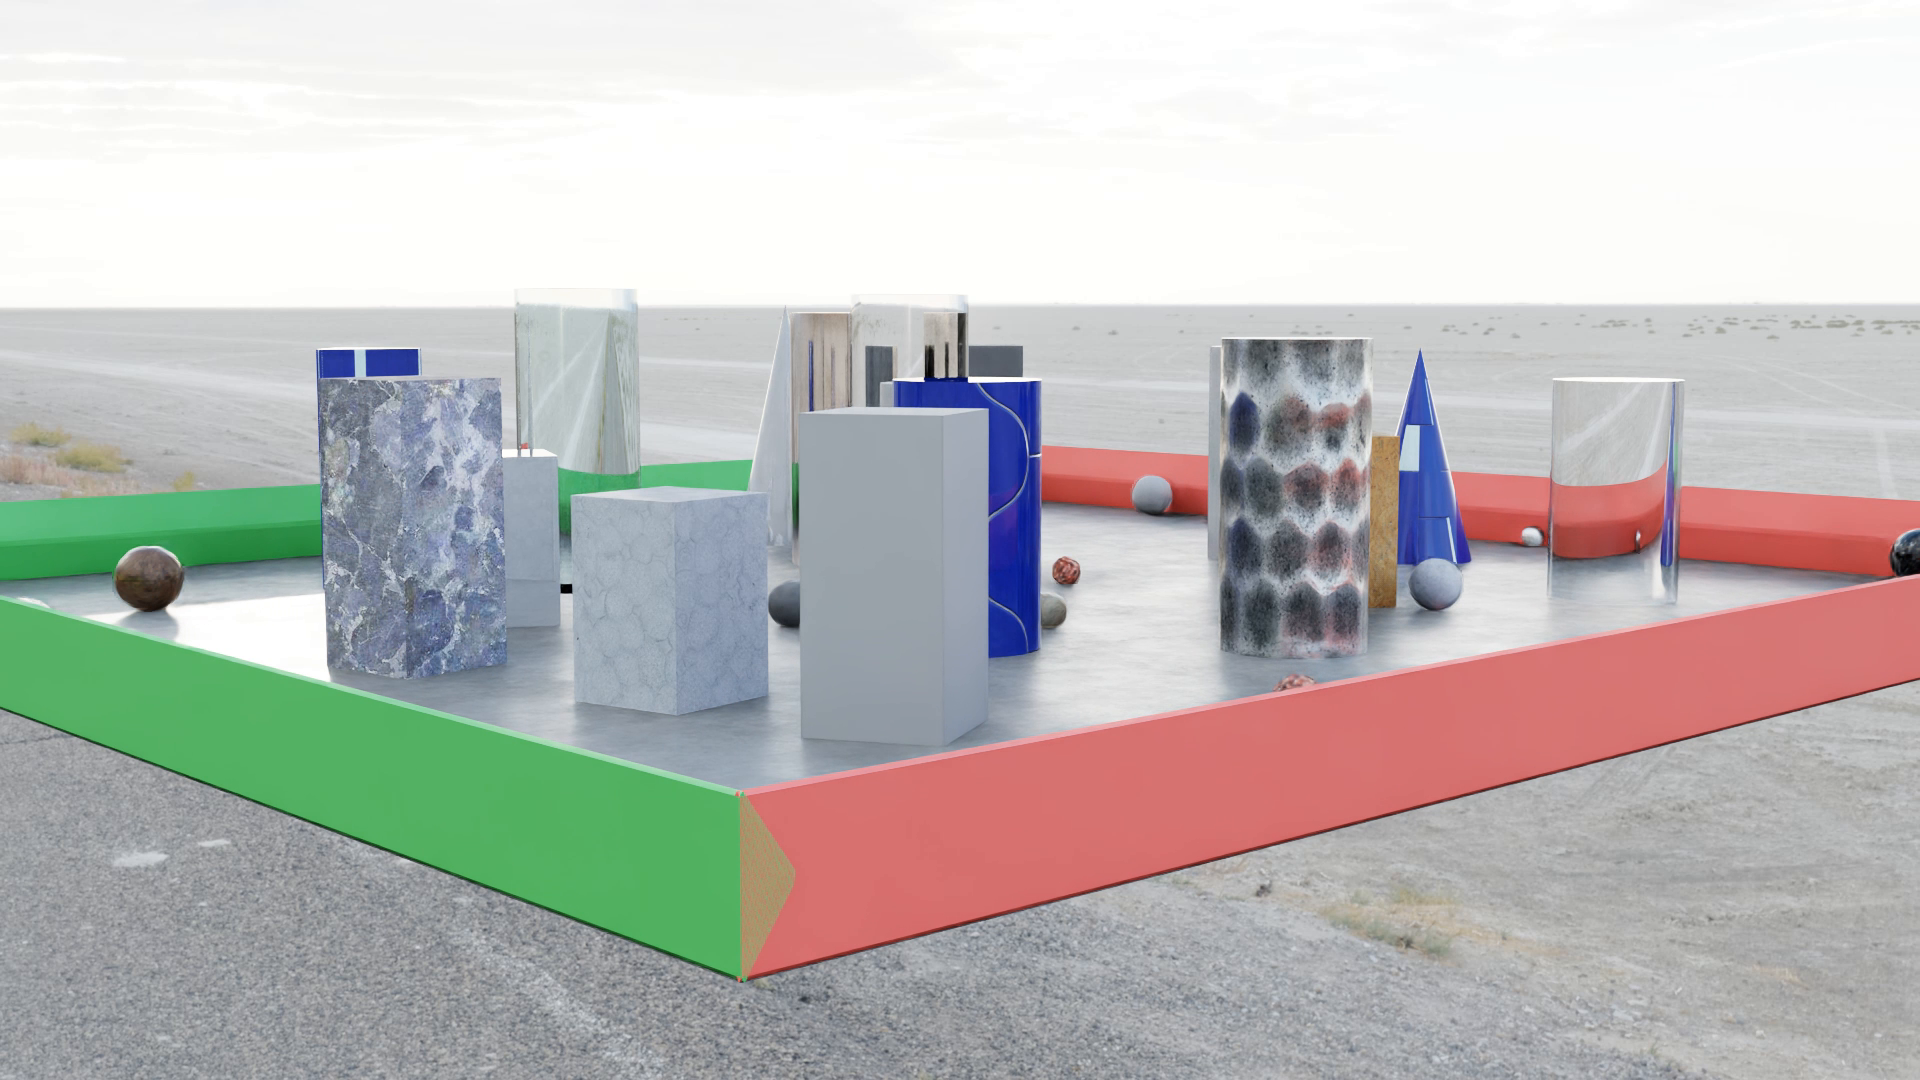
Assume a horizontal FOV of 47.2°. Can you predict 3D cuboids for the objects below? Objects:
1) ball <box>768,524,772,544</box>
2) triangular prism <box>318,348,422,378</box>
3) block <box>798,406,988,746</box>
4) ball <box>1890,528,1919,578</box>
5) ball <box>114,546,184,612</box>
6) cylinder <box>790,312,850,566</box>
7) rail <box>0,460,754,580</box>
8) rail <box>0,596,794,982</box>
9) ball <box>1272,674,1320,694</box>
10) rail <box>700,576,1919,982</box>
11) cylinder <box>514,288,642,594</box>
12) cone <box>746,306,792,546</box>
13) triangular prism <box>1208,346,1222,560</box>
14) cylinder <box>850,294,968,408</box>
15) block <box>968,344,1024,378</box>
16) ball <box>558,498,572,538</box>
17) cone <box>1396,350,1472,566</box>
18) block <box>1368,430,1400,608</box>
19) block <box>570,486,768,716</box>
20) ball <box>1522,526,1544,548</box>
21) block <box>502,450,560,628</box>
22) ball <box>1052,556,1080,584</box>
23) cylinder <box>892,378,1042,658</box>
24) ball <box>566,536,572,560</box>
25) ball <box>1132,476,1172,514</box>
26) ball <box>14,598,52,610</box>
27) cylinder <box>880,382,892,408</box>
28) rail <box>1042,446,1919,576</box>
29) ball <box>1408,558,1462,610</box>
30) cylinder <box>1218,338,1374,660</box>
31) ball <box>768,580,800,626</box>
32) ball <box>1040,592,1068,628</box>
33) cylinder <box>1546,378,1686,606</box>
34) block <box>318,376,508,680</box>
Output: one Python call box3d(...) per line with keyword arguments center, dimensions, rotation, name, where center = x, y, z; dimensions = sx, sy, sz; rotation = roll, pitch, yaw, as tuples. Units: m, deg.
box3d(center=(-0.380, -0.010, 4.033), dimensions=(0.070, 0.070, 0.070), rotation=(0, 6, 0), name="ball")
box3d(center=(-0.988, -0.123, 3.606), dimensions=(0.170, 0.383, 0.147), rotation=(-4, 7, -35), name="triangular prism")
box3d(center=(-0.068, 0.033, 2.332), dimensions=(0.157, 0.339, 0.157), rotation=(2, 6, 18), name="block")
box3d(center=(1.554, 0.028, 3.560), dimensions=(0.093, 0.093, 0.093), rotation=(0, 6, 0), name="ball")
box3d(center=(-1.202, 0.057, 3.259), dimensions=(0.098, 0.098, 0.098), rotation=(0, 6, 0), name="ball")
box3d(center=(-0.200, -0.180, 3.876), dimensions=(0.196, 0.440, 0.196), rotation=(0, 6, 0), name="cylinder")
box3d(center=(-0.859, -0.064, 4.258), dimensions=(2.777, 0.127, 0.045), rotation=(-5, 8, -42), name="rail")
box3d(center=(-1.003, 0.129, 2.412), dimensions=(0.045, 0.127, 2.582), rotation=(-5, 8, -42), name="rail")
box3d(center=(0.362, 0.172, 2.355), dimensions=(0.057, 0.057, 0.057), rotation=(0, 6, 0), name="ball")
box3d(center=(0.859, 0.130, 2.406), dimensions=(2.777, 0.127, 0.045), rotation=(-5, 8, -42), name="rail")
box3d(center=(-0.613, -0.163, 3.533), dimensions=(0.196, 0.478, 0.196), rotation=(0, 6, 0), name="cylinder")
box3d(center=(-0.336, -0.228, 4.251), dimensions=(0.196, 0.457, 0.196), rotation=(0, 6, 0), name="cone")
box3d(center=(0.556, -0.154, 3.920), dimensions=(0.147, 0.380, 0.170), rotation=(-5, 8, -37), name="triangular prism")
box3d(center=(-0.083, -0.172, 3.659), dimensions=(0.196, 0.470, 0.196), rotation=(0, 6, 0), name="cylinder")
box3d(center=(0.039, -0.175, 4.122), dimensions=(0.157, 0.379, 0.157), rotation=(0, 6, 1), name="block")
box3d(center=(-0.792, -0.041, 4.232), dimensions=(0.091, 0.091, 0.091), rotation=(0, 6, 0), name="ball")
box3d(center=(0.818, -0.155, 3.927), dimensions=(0.196, 0.379, 0.196), rotation=(0, 6, 0), name="cone")
box3d(center=(0.573, -0.034, 3.366), dimensions=(0.157, 0.257, 0.157), rotation=(0, 6, -4), name="block")
box3d(center=(-0.331, 0.065, 2.521), dimensions=(0.157, 0.236, 0.157), rotation=(4, 7, 35), name="block")
box3d(center=(1.079, -0.007, 4.142), dimensions=(0.041, 0.041, 0.041), rotation=(0, 6, 0), name="ball")
box3d(center=(-0.665, -0.004, 3.156), dimensions=(0.157, 0.240, 0.157), rotation=(-2, 6, -18), name="block")
box3d(center=(0.173, 0.050, 3.572), dimensions=(0.047, 0.047, 0.047), rotation=(0, 6, 0), name="ball")
box3d(center=(0.009, -0.034, 2.899), dimensions=(0.196, 0.354, 0.196), rotation=(0, 6, 0), name="cylinder")
box3d(center=(-0.647, 0.014, 3.813), dimensions=(0.067, 0.067, 0.067), rotation=(0, 6, 0), name="ball")
box3d(center=(0.420, -0.098, 4.793), dimensions=(0.086, 0.086, 0.086), rotation=(0, 6, 0), name="ball")
box3d(center=(-1.134, 0.120, 2.657), dimensions=(0.098, 0.098, 0.098), rotation=(0, 6, 0), name="ball")
box3d(center=(-0.020, -0.063, 3.251), dimensions=(0.196, 0.338, 0.196), rotation=(0, 6, 0), name="cylinder")
box3d(center=(1.003, -0.063, 4.252), dimensions=(0.045, 0.127, 2.582), rotation=(-5, 8, -42), name="rail")
box3d(center=(0.706, 0.066, 3.265), dimensions=(0.078, 0.078, 0.078), rotation=(0, 6, 0), name="ball")
box3d(center=(0.439, -0.060, 2.887), dimensions=(0.196, 0.408, 0.196), rotation=(0, 6, 0), name="cylinder")
box3d(center=(-0.240, 0.090, 3.099), dimensions=(0.065, 0.065, 0.065), rotation=(0, 6, 0), name="ball")
box3d(center=(0.126, 0.099, 3.086), dimensions=(0.050, 0.050, 0.050), rotation=(0, 6, 0), name="ball")
box3d(center=(1.012, -0.079, 3.400), dimensions=(0.196, 0.338, 0.196), rotation=(0, 6, 0), name="cylinder")
box3d(center=(-0.683, -0.022, 2.750), dimensions=(0.157, 0.360, 0.157), rotation=(5, 8, 37), name="block")
